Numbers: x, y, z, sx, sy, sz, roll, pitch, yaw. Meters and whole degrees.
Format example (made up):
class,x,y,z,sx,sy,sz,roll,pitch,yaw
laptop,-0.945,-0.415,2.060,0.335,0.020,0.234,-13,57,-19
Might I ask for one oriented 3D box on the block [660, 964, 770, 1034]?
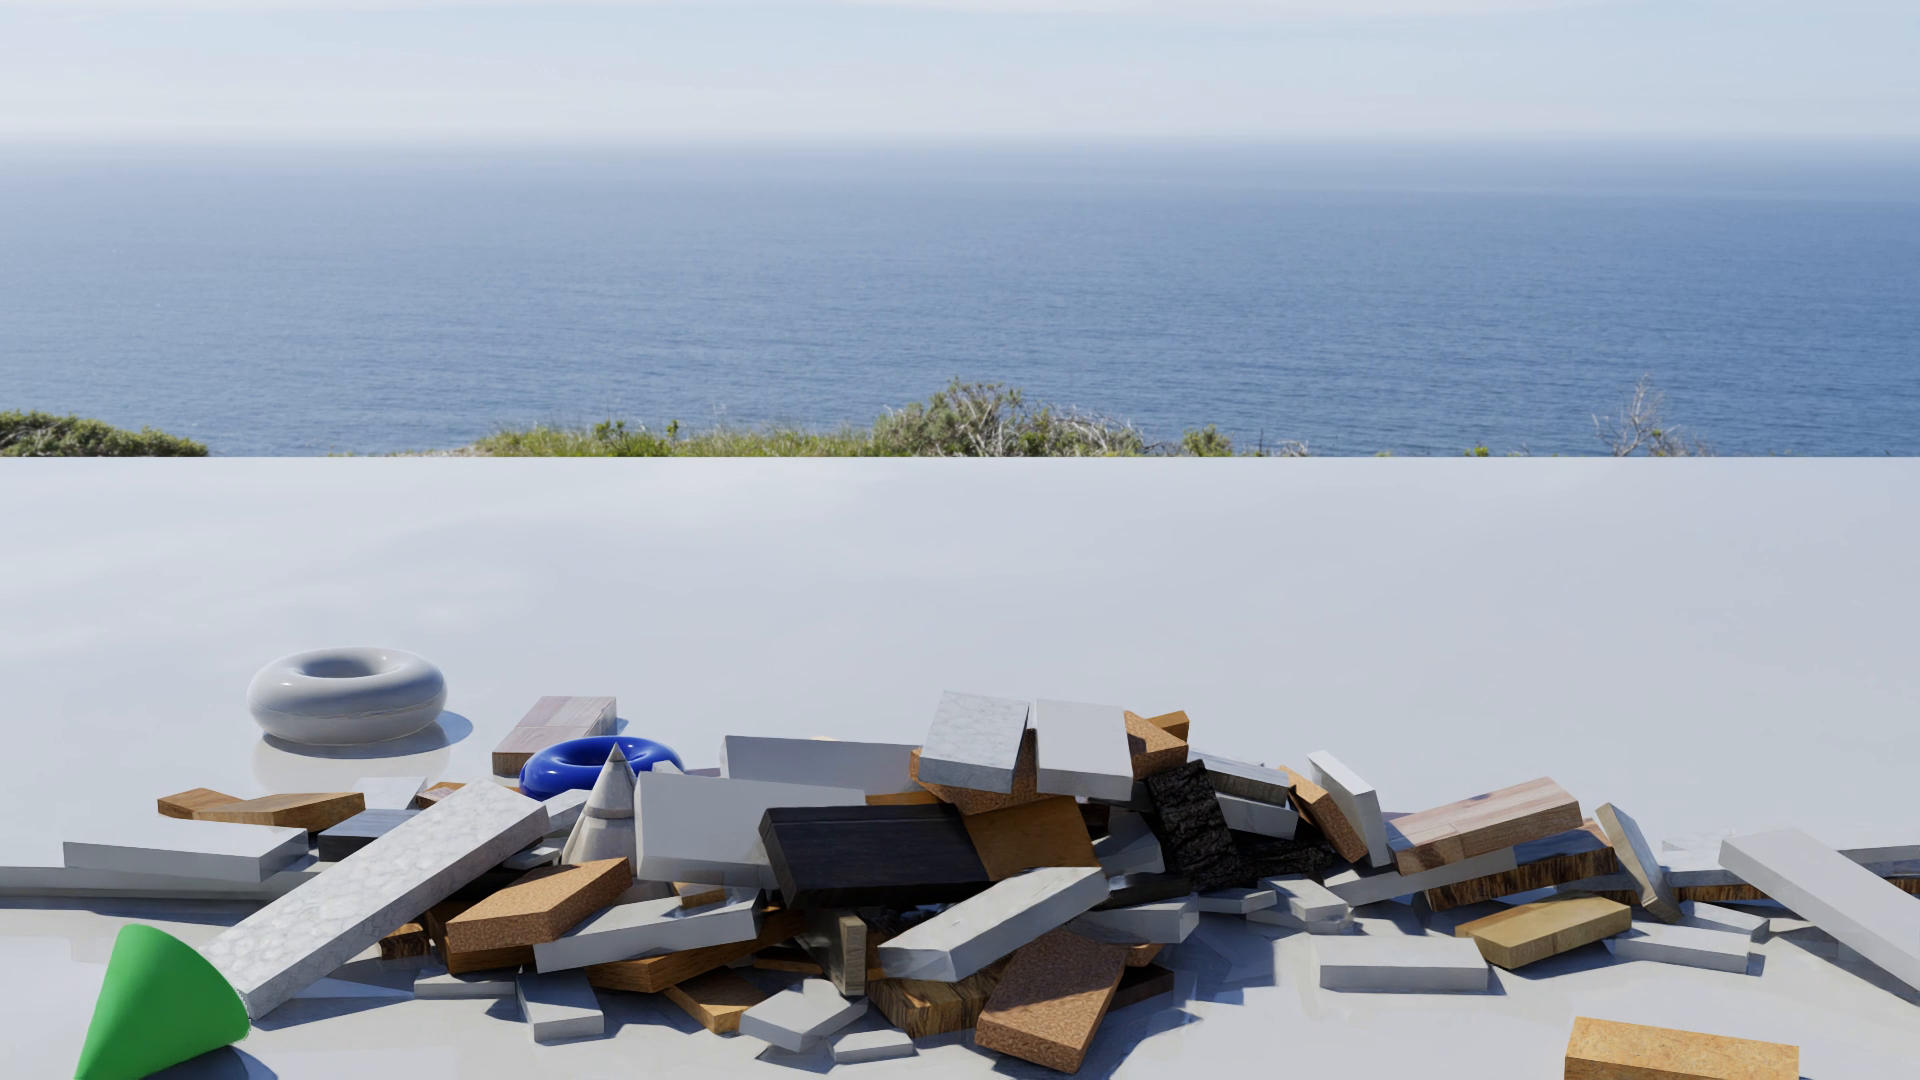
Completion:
class,x,y,z,sx,sy,sz,roll,pitch,yaw
block,-0.355,0.663,3.200,0.097,0.028,0.194,-6,12,-31

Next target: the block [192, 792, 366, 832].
class,x,y,z,sx,sy,sz,roll,pitch,yaw
block,-1.205,0.487,3.887,0.168,0.048,0.336,-9,1,-42

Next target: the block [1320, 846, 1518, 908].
class,x,y,z,sx,sy,sz,roll,pitch,yaw
block,0.753,0.533,3.638,0.305,0.043,0.153,-14,9,6

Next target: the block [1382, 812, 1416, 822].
class,x,y,z,sx,sy,sz,roll,pitch,yaw
block,0.841,0.527,3.889,0.304,0.043,0.152,1,11,5

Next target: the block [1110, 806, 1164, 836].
class,x,y,z,sx,sy,sz,roll,pitch,yaw
block,0.378,0.501,3.917,0.235,0.033,0.117,0,39,-1

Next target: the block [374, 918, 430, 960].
class,x,y,z,sx,sy,sz,roll,pitch,yaw
block,-0.883,0.620,3.450,0.073,0.021,0.147,-5,12,-24

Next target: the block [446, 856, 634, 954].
class,x,y,z,sx,sy,sz,roll,pitch,yaw
block,-0.632,0.551,3.337,0.161,0.046,0.321,-9,4,13

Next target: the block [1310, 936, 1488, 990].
class,x,y,z,sx,sy,sz,roll,pitch,yaw
block,0.660,0.637,3.319,0.247,0.035,0.123,0,11,3

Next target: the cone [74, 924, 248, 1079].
class,x,y,z,sx,sy,sz,roll,pitch,yaw
cone,-1.117,0.674,2.943,0.224,0.224,0.224,6,39,29

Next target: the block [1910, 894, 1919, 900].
class,x,y,z,sx,sy,sz,roll,pitch,yaw
block,1.620,0.579,3.635,0.235,0.033,0.117,-3,11,-14

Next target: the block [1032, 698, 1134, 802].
class,x,y,z,sx,sy,sz,roll,pitch,yaw
block,0.194,0.333,3.531,0.145,0.041,0.291,6,18,-1

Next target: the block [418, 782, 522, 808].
class,x,y,z,sx,sy,sz,roll,pitch,yaw
block,-0.920,0.487,4.154,0.178,0.025,0.089,3,11,13

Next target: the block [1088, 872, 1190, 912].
class,x,y,z,sx,sy,sz,roll,pitch,yaw
block,0.247,0.537,3.361,0.199,0.028,0.099,-1,-1,-41

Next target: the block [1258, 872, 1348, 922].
class,x,y,z,sx,sy,sz,roll,pitch,yaw
block,0.554,0.577,3.557,0.077,0.022,0.155,-4,11,-21

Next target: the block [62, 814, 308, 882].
class,x,y,z,sx,sy,sz,roll,pitch,yaw
block,-1.283,0.510,3.648,0.358,0.043,0.152,2,11,13

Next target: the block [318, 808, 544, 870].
class,x,y,z,sx,sy,sz,roll,pitch,yaw
block,-0.871,0.491,3.622,0.322,0.046,0.161,0,9,16

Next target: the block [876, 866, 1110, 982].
class,x,y,z,sx,sy,sz,roll,pitch,yaw
block,0.052,0.553,3.188,0.318,0.045,0.159,-20,8,-41

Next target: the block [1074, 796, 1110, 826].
class,x,y,z,sx,sy,sz,roll,pitch,yaw
block,0.108,0.438,3.705,0.268,0.038,0.134,4,9,-8

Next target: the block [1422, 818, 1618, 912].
class,x,y,z,sx,sy,sz,roll,pitch,yaw
block,0.916,0.536,3.641,0.305,0.043,0.153,-13,10,5

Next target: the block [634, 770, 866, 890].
class,x,y,z,sx,sy,sz,roll,pitch,yaw
block,-0.312,0.445,3.336,0.353,0.050,0.176,7,37,-16

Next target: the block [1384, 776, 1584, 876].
class,x,y,z,sx,sy,sz,roll,pitch,yaw
block,0.846,0.468,3.603,0.305,0.043,0.153,-16,9,-1

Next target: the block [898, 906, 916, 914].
class,x,y,z,sx,sy,sz,roll,pitch,yaw
block,-0.092,0.563,3.481,0.017,0.122,0.061,-16,10,5

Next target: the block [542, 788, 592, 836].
class,x,y,z,sx,sy,sz,roll,pitch,yaw
block,-0.714,0.479,3.819,0.095,0.027,0.190,-1,14,42

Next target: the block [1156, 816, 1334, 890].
class,x,y,z,sx,sy,sz,roll,pitch,yaw
block,0.431,0.534,3.706,0.350,0.050,0.175,-8,8,-9

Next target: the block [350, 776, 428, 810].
class,x,y,z,sx,sy,sz,roll,pitch,yaw
block,-1.078,0.494,4.090,0.126,0.036,0.251,-1,11,-3

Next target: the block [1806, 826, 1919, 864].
class,x,y,z,sx,sy,sz,roll,pitch,yaw
block,1.491,0.502,3.611,0.177,0.025,0.089,-4,11,0

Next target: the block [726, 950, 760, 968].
class,x,y,z,sx,sy,sz,roll,pitch,yaw
block,-0.340,0.626,3.373,0.067,0.019,0.134,-10,7,7

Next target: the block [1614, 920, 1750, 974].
class,x,y,z,sx,sy,sz,roll,pitch,yaw
block,1.118,0.626,3.400,0.191,0.027,0.095,5,11,23

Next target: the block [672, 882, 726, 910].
class,x,y,z,sx,sy,sz,roll,pitch,yaw
block,-0.392,0.527,3.304,0.064,0.018,0.128,-10,4,-13

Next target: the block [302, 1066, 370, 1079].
class,x,y,z,sx,sy,sz,roll,pitch,yaw
block,-0.796,0.728,2.867,0.073,0.021,0.147,-8,13,-37

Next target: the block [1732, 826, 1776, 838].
class,x,y,z,sx,sy,sz,roll,pitch,yaw
block,1.325,0.507,3.643,0.068,0.019,0.137,-1,14,10

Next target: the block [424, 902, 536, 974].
class,x,y,z,sx,sy,sz,roll,pitch,yaw
block,-0.737,0.602,3.417,0.152,0.043,0.303,-4,7,-21

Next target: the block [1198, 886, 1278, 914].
class,x,y,z,sx,sy,sz,roll,pitch,yaw
block,0.430,0.582,3.557,0.077,0.022,0.155,-8,0,-36

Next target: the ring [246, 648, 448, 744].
class,x,y,z,sx,sy,sz,roll,pitch,yaw
ring,-1.306,0.329,4.698,0.417,0.139,0.417,1,11,0

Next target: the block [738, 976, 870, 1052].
class,x,y,z,sx,sy,sz,roll,pitch,yaw
block,-0.217,0.665,3.093,0.097,0.028,0.194,13,11,24

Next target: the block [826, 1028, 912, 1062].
class,x,y,z,sx,sy,sz,roll,pitch,yaw
block,-0.125,0.699,3.041,0.109,0.015,0.054,-3,11,-17

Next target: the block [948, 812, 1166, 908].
class,x,y,z,sx,sy,sz,roll,pitch,yaw
block,0.147,0.537,3.625,0.350,0.050,0.175,-13,12,-5

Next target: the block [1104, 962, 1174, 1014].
class,x,y,z,sx,sy,sz,roll,pitch,yaw
block,0.214,0.657,3.232,0.190,0.027,0.095,-9,14,-40

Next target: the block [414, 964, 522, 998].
class,x,y,z,sx,sy,sz,roll,pitch,yaw
block,-0.730,0.654,3.268,0.147,0.021,0.073,0,11,-3

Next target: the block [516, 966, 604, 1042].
class,x,y,z,sx,sy,sz,roll,pitch,yaw
block,-0.579,0.668,3.174,0.097,0.028,0.194,-3,11,-18

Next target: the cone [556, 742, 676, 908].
class,x,y,z,sx,sy,sz,roll,pitch,yaw
cone,-0.557,0.463,3.586,0.280,0.280,0.280,0,11,0

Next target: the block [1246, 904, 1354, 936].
class,x,y,z,sx,sy,sz,roll,pitch,yaw
block,0.548,0.602,3.543,0.155,0.022,0.077,6,12,29

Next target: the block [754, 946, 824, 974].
class,x,y,z,sx,sy,sz,roll,pitch,yaw
block,-0.255,0.640,3.356,0.109,0.015,0.054,3,11,15

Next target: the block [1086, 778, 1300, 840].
class,x,y,z,sx,sy,sz,roll,pitch,yaw
block,0.387,0.431,3.739,0.350,0.050,0.175,11,8,-2

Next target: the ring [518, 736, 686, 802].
class,x,y,z,sx,sy,sz,roll,pitch,yaw
ring,-0.674,0.449,4.149,0.313,0.104,0.313,-1,10,0
